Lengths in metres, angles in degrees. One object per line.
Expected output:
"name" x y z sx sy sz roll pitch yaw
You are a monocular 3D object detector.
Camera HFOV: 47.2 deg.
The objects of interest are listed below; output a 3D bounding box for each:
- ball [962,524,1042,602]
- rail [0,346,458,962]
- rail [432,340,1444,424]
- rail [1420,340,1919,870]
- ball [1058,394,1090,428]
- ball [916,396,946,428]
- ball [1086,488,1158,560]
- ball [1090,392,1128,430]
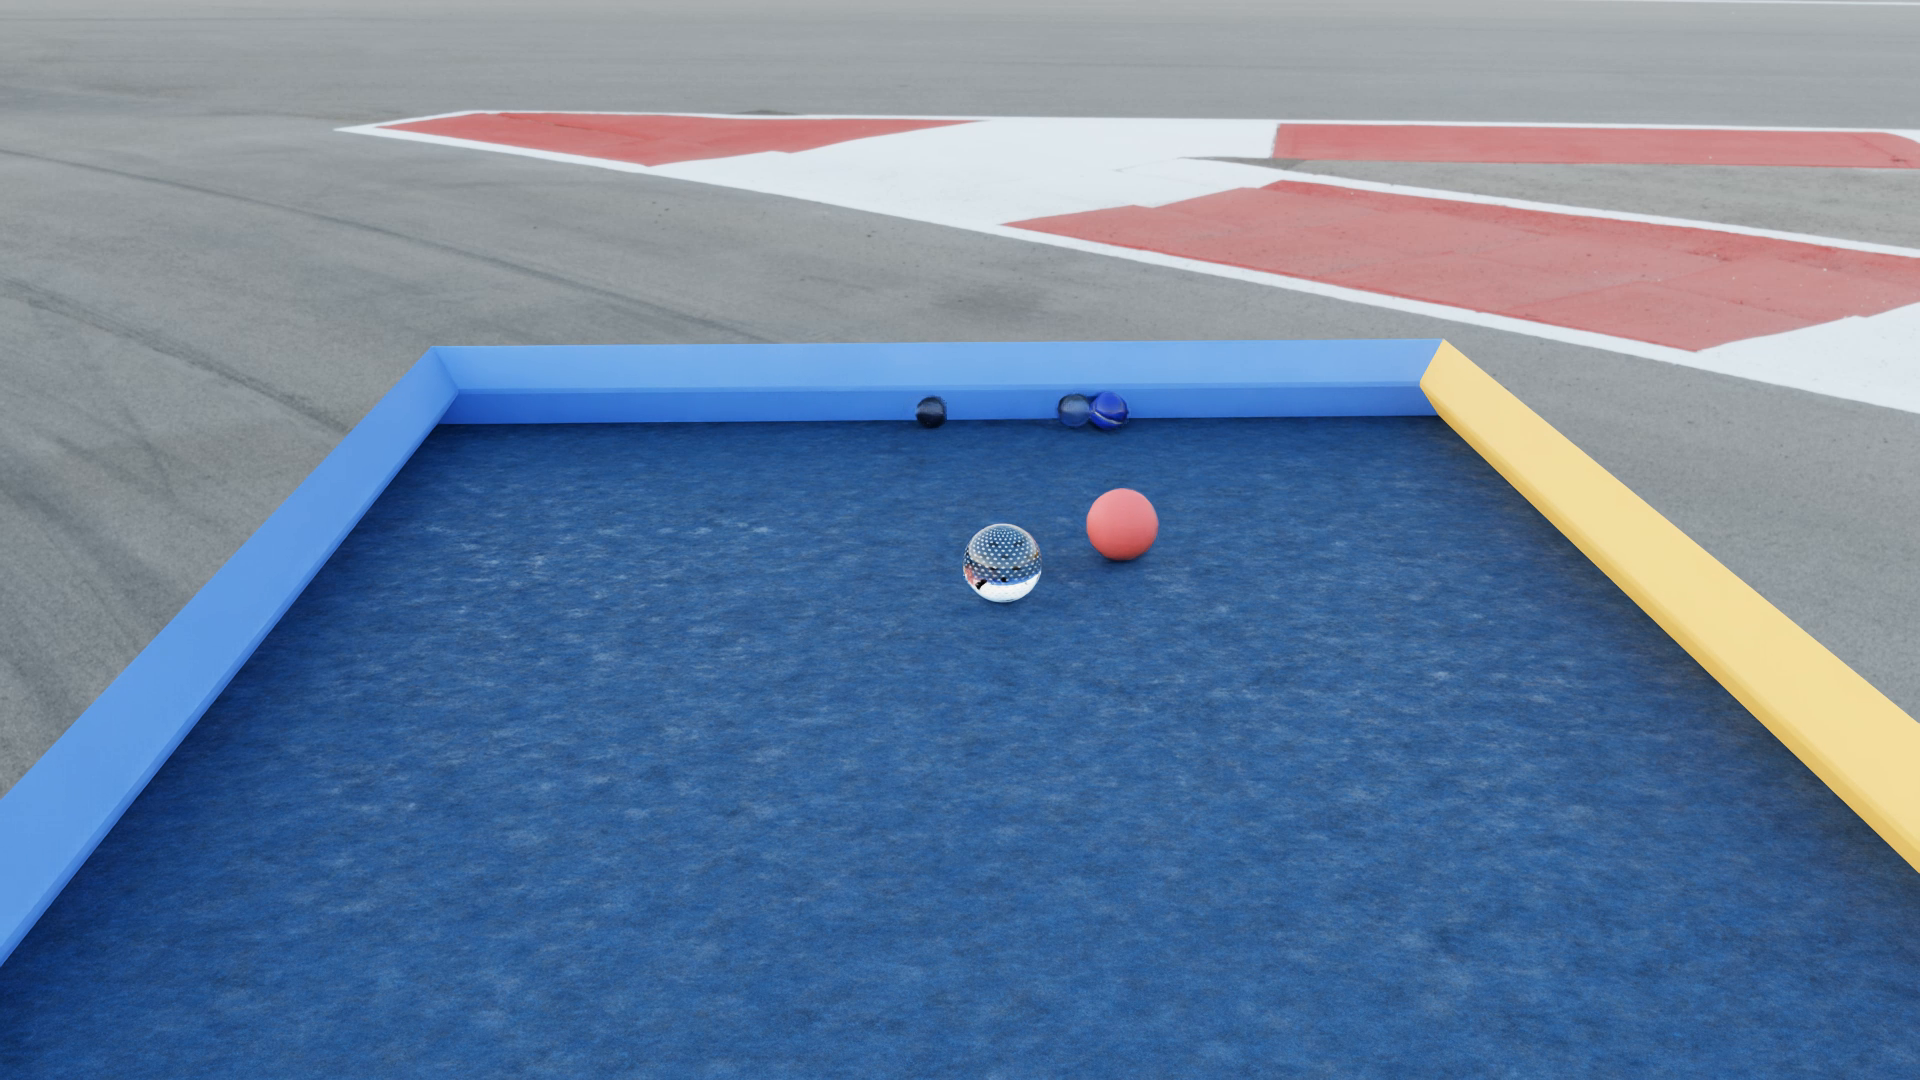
"ball" 0.048 0.026 2.508 0.091 0.091 0.091 0 17 0
"rail" -0.717 0.199 1.882 0.045 0.118 3.014 -1 17 -2
"rail" -0.027 -0.236 3.328 1.538 0.118 0.045 -1 17 -2
"rail" 0.773 0.183 1.935 0.045 0.118 3.014 -1 17 -2
"ball" 0.172 -0.196 3.315 0.051 0.051 0.051 0 17 0
"ball" -0.044 -0.193 3.313 0.046 0.046 0.046 0 17 0
"ball" 0.197 -0.018 2.662 0.087 0.087 0.087 0 17 0
"ball" 0.224 -0.193 3.296 0.057 0.057 0.057 0 17 0
